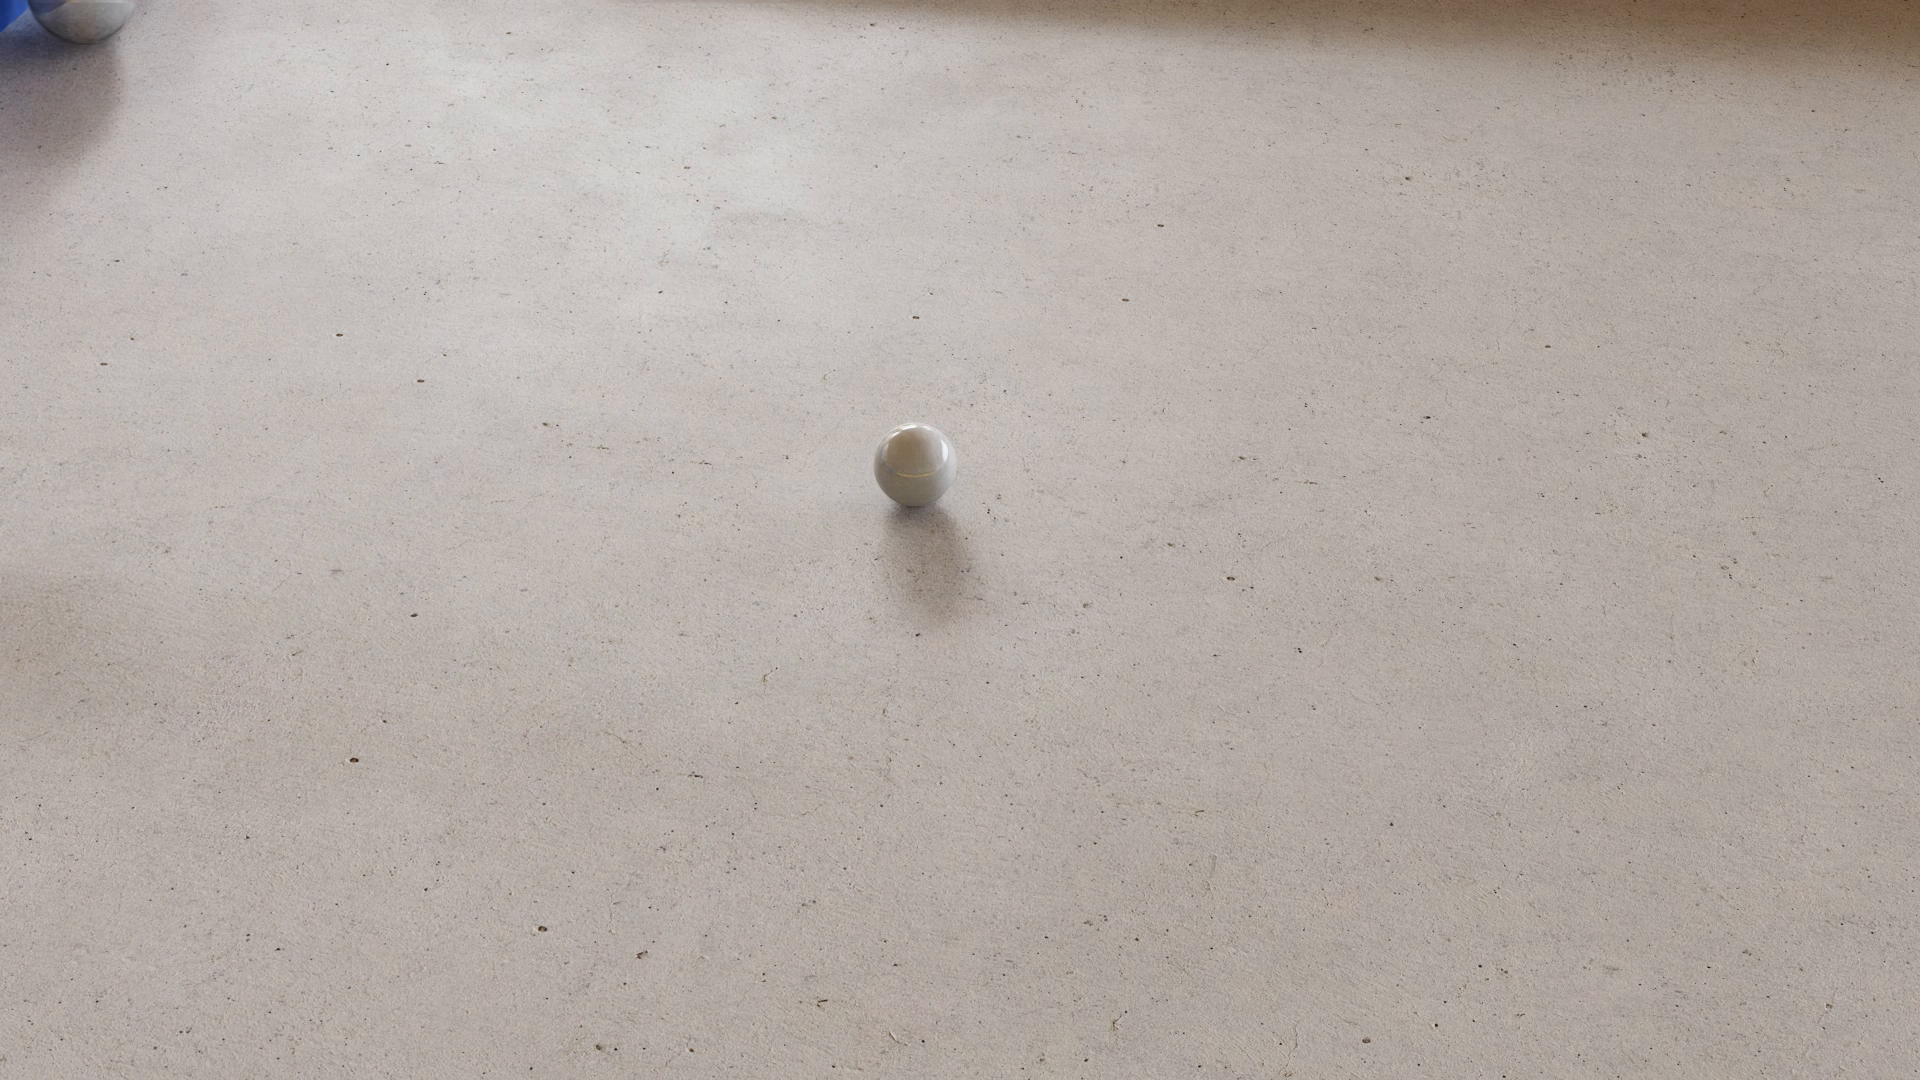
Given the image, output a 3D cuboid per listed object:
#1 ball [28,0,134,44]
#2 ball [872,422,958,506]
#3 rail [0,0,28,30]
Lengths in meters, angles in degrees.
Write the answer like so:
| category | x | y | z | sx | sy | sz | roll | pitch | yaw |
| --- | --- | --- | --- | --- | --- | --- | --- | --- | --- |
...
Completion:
| category | x | y | z | sx | sy | sz | roll | pitch | yaw |
| --- | --- | --- | --- | --- | --- | --- | --- | --- | --- |
| ball | -0.832 | -0.520 | 2.426 | 0.099 | 0.099 | 0.099 | 0 | 35 | 0 |
| ball | -0.032 | -0.053 | 1.803 | 0.059 | 0.059 | 0.059 | 0 | 35 | 0 |
| rail | -1.015 | -0.114 | 1.828 | 0.045 | 0.128 | 2.466 | 5 | 36 | 7 |
